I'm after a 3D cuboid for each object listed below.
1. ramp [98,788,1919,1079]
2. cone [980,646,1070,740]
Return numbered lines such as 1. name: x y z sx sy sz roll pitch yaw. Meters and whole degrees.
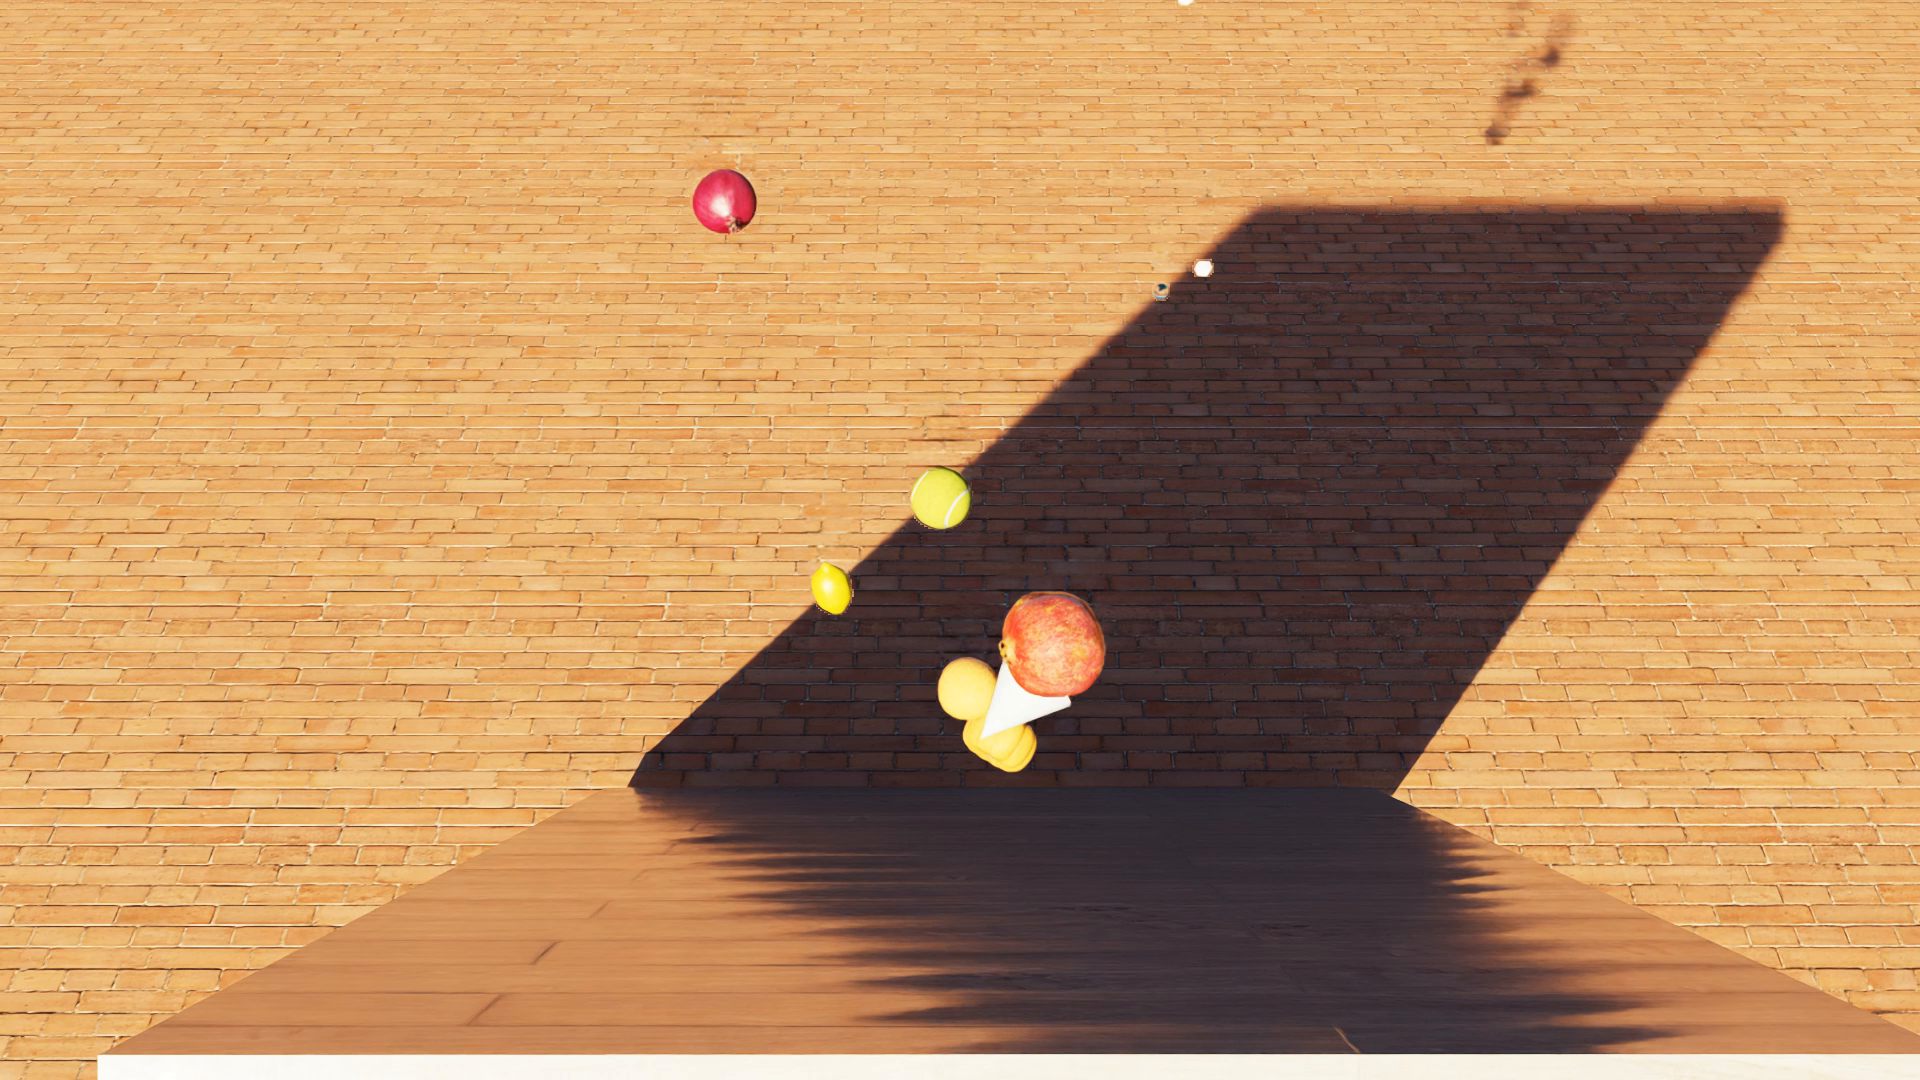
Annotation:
1. ramp: 0.075 0.649 4.782 2.000 0.100 4.000 0 -1 0
2. cone: 0.056 0.191 2.961 0.100 0.100 0.100 -47 50 -13
